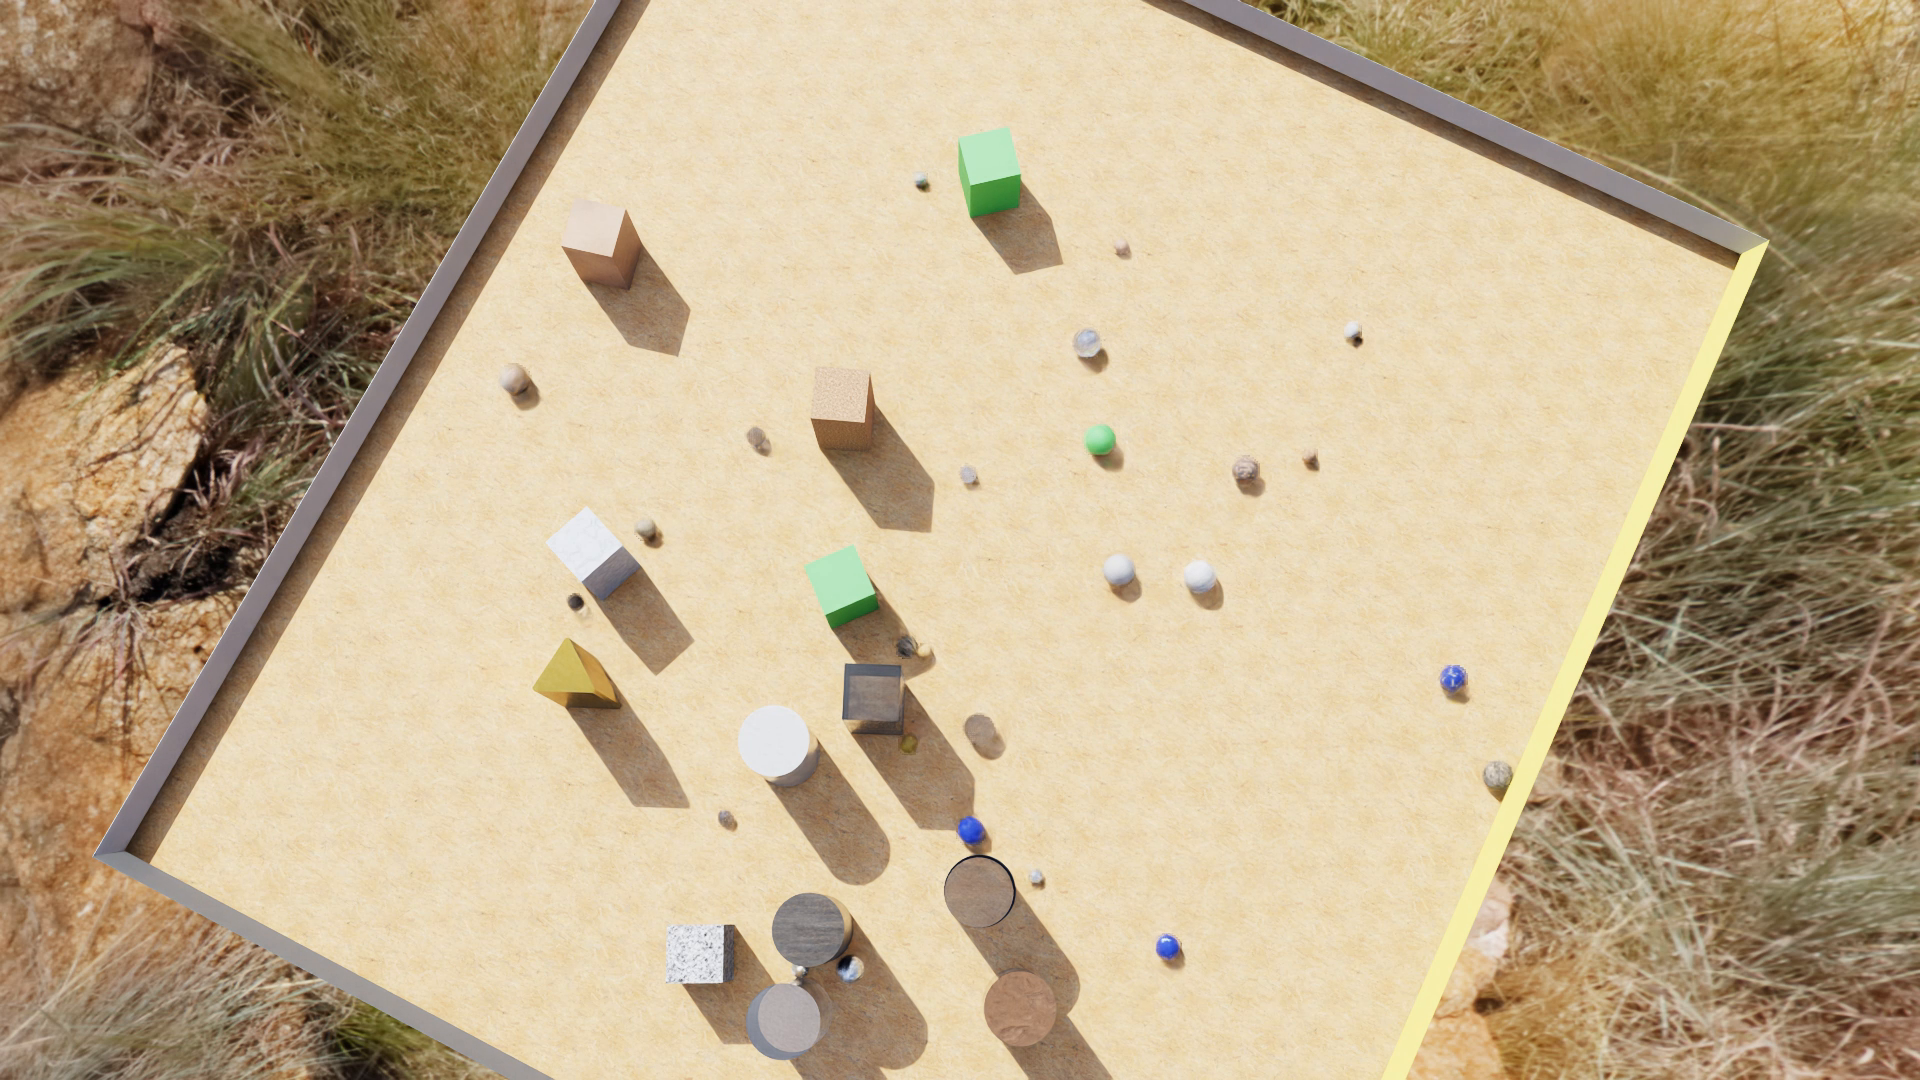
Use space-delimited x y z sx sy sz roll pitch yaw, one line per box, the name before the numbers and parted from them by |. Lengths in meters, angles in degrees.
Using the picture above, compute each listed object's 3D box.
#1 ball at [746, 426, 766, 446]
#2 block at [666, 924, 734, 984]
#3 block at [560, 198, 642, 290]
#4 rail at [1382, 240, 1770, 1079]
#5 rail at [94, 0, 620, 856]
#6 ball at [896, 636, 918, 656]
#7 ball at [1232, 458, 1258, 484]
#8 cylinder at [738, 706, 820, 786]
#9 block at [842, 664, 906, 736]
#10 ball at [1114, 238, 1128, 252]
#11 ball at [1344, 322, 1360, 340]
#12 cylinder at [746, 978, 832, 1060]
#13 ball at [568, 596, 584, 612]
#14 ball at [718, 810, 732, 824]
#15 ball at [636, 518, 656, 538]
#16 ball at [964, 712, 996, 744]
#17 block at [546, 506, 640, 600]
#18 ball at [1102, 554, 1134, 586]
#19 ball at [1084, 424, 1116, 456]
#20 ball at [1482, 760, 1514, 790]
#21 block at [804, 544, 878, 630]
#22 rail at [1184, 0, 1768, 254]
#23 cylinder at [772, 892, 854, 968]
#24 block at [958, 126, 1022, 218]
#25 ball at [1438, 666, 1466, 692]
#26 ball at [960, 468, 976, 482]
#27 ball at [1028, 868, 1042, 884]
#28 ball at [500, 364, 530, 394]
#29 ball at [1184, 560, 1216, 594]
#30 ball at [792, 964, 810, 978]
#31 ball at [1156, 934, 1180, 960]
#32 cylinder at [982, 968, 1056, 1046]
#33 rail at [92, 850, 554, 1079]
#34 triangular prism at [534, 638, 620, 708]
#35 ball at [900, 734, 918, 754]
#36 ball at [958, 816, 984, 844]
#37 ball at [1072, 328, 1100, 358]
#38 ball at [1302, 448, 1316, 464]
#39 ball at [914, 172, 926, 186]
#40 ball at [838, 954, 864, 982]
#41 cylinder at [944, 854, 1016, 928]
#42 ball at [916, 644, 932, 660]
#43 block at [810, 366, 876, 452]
ball | -0.630 -0.320 5.653 0.059 0.059 0.059 0 78 0
block | -0.741 1.182 5.244 0.159 0.249 0.159 -1 78 0
block | -1.102 -0.910 5.652 0.159 0.300 0.159 13 79 3
rail | 1.609 0.795 5.385 0.045 0.129 3.927 26 80 5
rail | -1.609 -0.781 5.711 0.045 0.129 3.927 26 80 5
ball | -0.159 0.318 5.519 0.062 0.062 0.062 0 78 0
ball | 0.874 -0.212 5.619 0.082 0.082 0.082 0 78 0
cylinder | -0.518 0.598 5.289 0.199 0.400 0.199 0 78 0
block | -0.247 0.466 5.320 0.159 0.392 0.159 2 78 0
ball | 0.509 -0.930 5.785 0.047 0.047 0.047 0 78 0
ball | 1.223 -0.653 5.726 0.051 0.051 0.051 0 78 0
cylinder | -0.469 1.327 5.098 0.199 0.477 0.199 0 78 0
ball | -1.163 0.192 5.551 0.050 0.050 0.050 0 78 0
ball | -0.696 0.821 5.424 0.044 0.044 0.044 0 78 0
ball | -0.959 -0.037 5.593 0.062 0.062 0.062 0 78 0
ball | 0.058 0.561 5.453 0.093 0.093 0.093 0 78 0
block | -1.085 0.043 5.444 0.159 0.320 0.159 -42 81 -8
ball | 0.480 0.091 5.549 0.095 0.095 0.095 0 78 0
ball | 0.431 -0.308 5.632 0.096 0.096 0.096 0 78 0
ball | 1.593 0.695 5.428 0.087 0.087 0.087 0 78 0
block | -0.350 0.142 5.450 0.159 0.269 0.159 -23 79 -5
rail | 0.868 -1.692 5.900 3.645 0.129 0.045 26 80 5
cylinder | -0.412 1.100 5.178 0.199 0.414 0.199 0 78 0
block | 0.091 -1.145 5.718 0.159 0.265 0.159 -13 79 -3
ball | 1.474 0.417 5.491 0.078 0.078 0.078 0 78 0
ball | 0.025 -0.199 5.633 0.048 0.048 0.048 0 78 0
ball | 0.220 0.987 5.390 0.043 0.043 0.043 0 78 0
ball | -1.380 -0.497 5.673 0.091 0.091 0.091 0 78 0
ball | 0.725 0.111 5.543 0.099 0.099 0.099 0 78 0
ball | -0.465 1.248 5.332 0.052 0.052 0.052 0 78 0
ball | 0.604 1.186 5.335 0.071 0.071 0.071 0 78 0
cylinder | 0.164 1.311 5.159 0.199 0.365 0.199 0 78 0
rail | -0.868 1.706 5.197 3.645 0.129 0.045 26 80 5
triangular prism | -1.104 0.388 5.328 0.172 0.408 0.149 2 78 0
ball | -0.151 0.608 5.462 0.056 0.056 0.056 0 78 0
ball | 0.032 0.855 5.399 0.079 0.079 0.079 0 78 0
ball | 0.394 -0.612 5.698 0.088 0.088 0.088 0 78 0
ball | 1.075 -0.260 5.646 0.047 0.047 0.047 0 78 0
ball | -0.128 -1.148 5.833 0.041 0.041 0.041 0 78 0
ball | -0.317 1.244 5.319 0.079 0.079 0.079 0 78 0
cylinder | 0.055 1.003 5.221 0.199 0.368 0.199 0 78 0
ball | -0.107 0.339 5.523 0.046 0.046 0.046 0 78 0
block | -0.350 -0.390 5.518 0.159 0.351 0.159 5 78 1
